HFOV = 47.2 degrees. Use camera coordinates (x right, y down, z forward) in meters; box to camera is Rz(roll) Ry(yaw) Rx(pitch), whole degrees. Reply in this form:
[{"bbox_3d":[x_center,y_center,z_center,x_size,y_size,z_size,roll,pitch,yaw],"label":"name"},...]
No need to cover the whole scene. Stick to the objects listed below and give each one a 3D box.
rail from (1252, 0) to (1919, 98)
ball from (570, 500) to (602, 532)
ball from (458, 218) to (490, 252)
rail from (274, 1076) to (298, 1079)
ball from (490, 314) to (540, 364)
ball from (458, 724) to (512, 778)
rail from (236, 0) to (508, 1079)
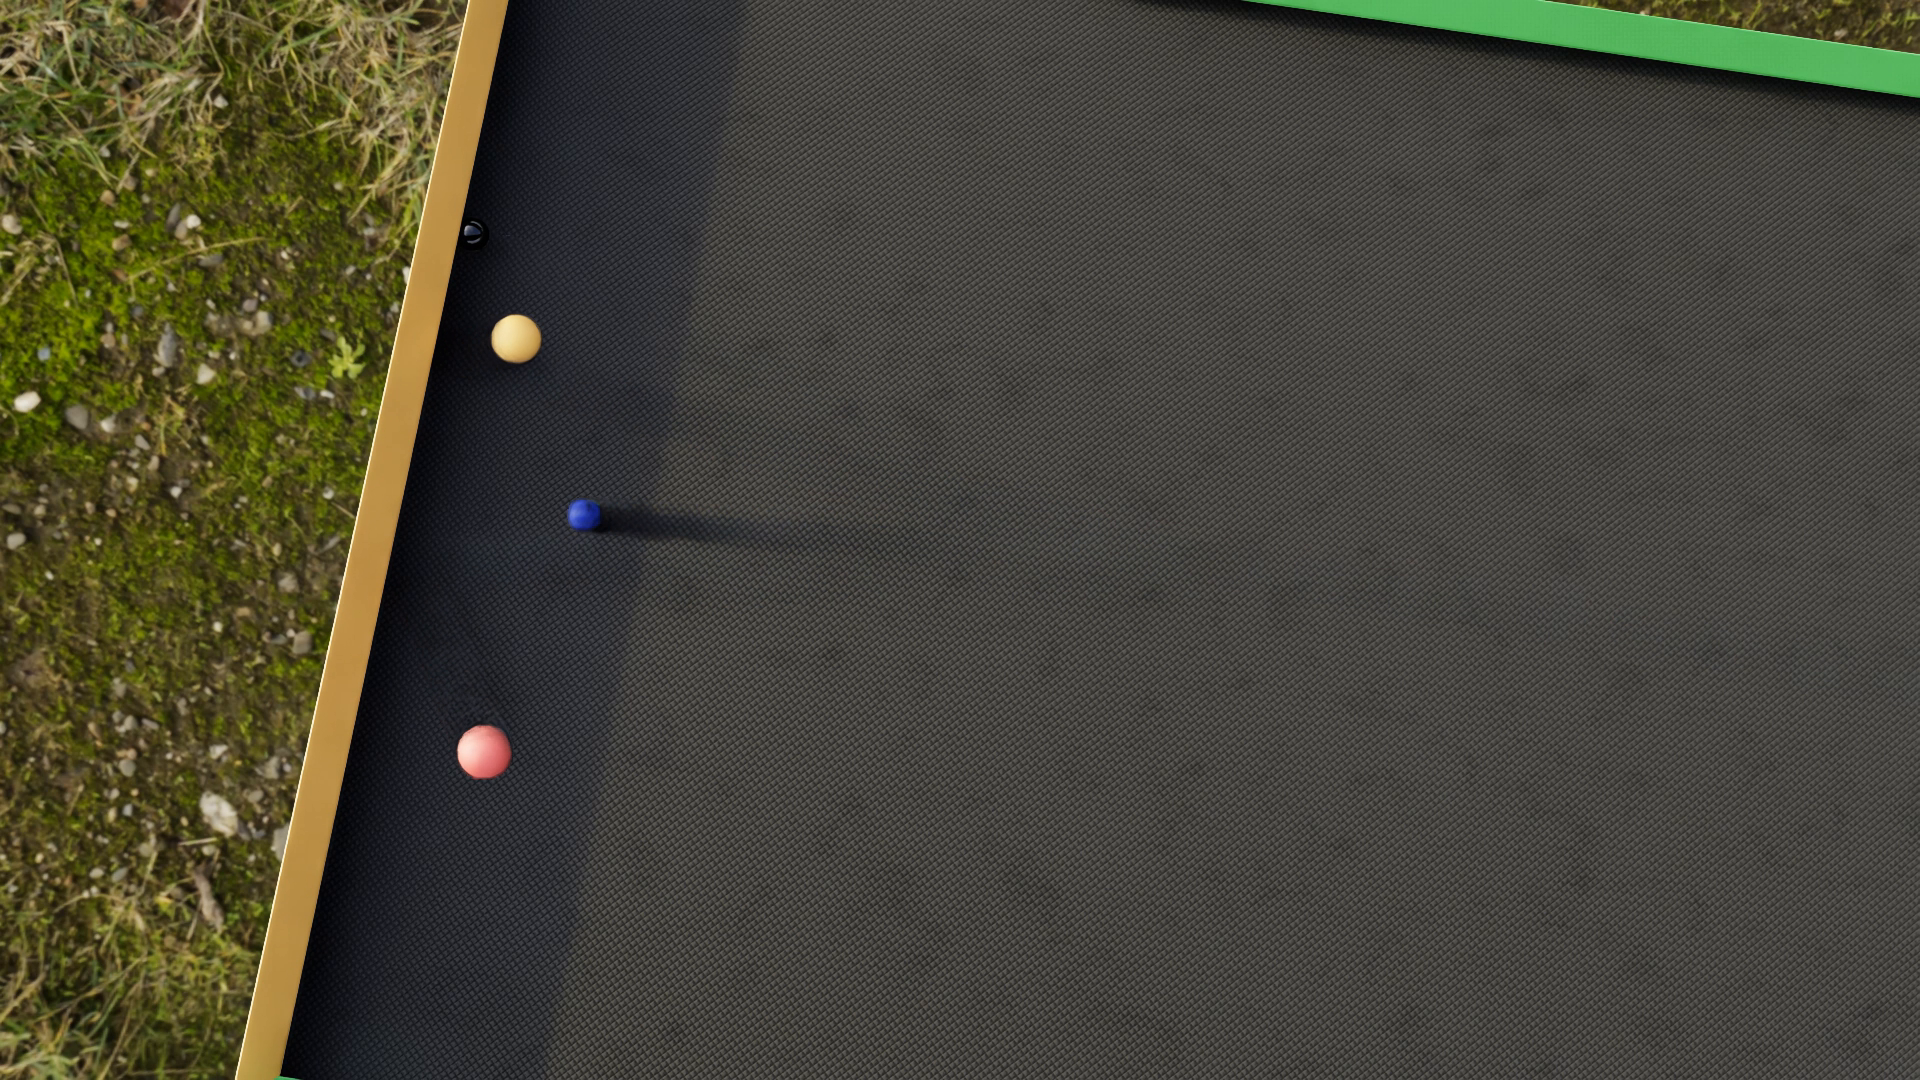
[{"bbox_3d":[1.017,-0.786,3.450,3.529,0.102,0.045,9,78,2],"label":"rail"},{"bbox_3d":[-0.565,-0.037,3.321,0.049,0.049,0.049,0,78,0],"label":"ball"},{"bbox_3d":[-0.756,-0.474,3.411,0.052,0.052,0.052,0,78,0],"label":"ball"},{"bbox_3d":[0.726,1.043,3.069,3.529,0.102,0.045,9,78,2],"label":"rail"},{"bbox_3d":[-0.680,-0.307,3.365,0.074,0.074,0.074,0,78,0],"label":"ball"},{"bbox_3d":[-0.699,0.311,3.234,0.078,0.078,0.078,0,78,0],"label":"ball"},{"bbox_3d":[-0.848,-0.134,3.314,0.045,0.102,1.938,9,78,2],"label":"rail"}]
